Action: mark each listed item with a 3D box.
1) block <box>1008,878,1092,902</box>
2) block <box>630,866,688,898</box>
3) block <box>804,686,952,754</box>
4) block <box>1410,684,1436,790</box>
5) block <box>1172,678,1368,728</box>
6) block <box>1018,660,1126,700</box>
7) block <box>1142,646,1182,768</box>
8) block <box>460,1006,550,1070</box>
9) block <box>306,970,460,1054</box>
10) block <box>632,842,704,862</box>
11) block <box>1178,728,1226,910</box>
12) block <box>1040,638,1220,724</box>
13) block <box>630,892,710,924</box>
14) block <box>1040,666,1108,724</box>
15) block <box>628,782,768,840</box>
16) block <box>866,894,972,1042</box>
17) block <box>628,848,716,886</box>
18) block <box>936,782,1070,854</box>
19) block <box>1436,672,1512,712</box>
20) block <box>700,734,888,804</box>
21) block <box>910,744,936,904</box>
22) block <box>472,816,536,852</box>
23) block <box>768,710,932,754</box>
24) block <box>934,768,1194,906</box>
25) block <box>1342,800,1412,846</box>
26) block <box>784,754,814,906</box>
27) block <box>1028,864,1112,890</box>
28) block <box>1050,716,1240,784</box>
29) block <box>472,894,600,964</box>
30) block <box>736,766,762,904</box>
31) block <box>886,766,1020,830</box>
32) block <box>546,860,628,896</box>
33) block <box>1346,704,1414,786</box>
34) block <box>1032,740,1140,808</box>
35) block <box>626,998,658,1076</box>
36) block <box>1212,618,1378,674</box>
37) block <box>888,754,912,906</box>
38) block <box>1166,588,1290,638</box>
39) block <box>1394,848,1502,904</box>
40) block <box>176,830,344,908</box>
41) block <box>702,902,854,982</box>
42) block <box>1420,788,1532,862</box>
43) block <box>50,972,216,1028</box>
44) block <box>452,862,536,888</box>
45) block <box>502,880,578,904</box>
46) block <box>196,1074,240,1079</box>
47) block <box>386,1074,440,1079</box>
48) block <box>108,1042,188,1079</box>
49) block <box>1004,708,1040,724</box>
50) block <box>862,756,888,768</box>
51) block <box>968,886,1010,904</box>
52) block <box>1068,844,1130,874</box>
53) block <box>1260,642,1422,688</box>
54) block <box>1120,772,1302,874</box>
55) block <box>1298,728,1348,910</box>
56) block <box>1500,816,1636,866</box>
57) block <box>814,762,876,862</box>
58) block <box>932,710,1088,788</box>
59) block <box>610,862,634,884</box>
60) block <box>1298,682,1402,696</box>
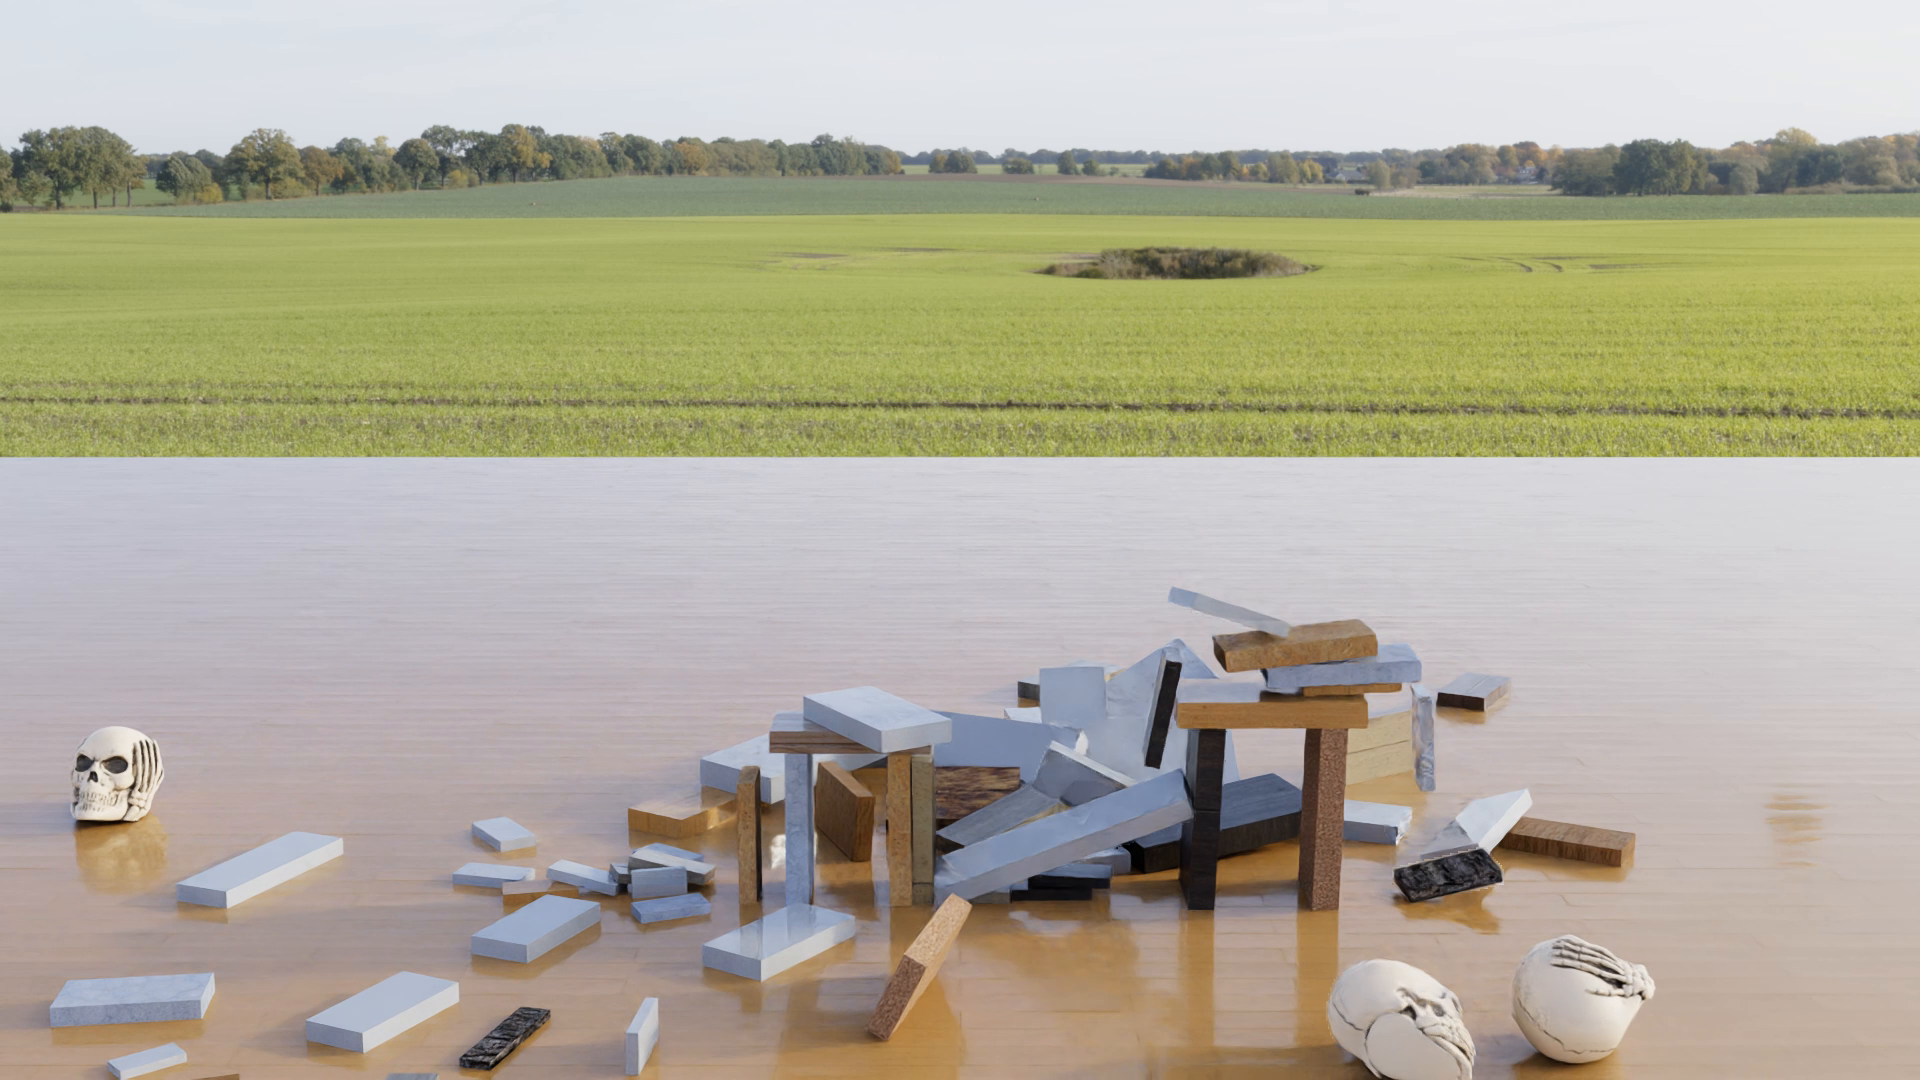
[{"bbox_3d":[0.150,0.581,3.667,0.134,0.019,0.067,0,11,-2],"label":"block"},{"bbox_3d":[-0.500,0.569,3.657,0.091,0.045,0.013,-3,11,-14],"label":"block"},{"bbox_3d":[-0.136,0.289,3.559,0.128,0.036,0.256,-7,12,-32],"label":"block"},{"bbox_3d":[0.762,0.324,3.623,0.022,0.158,0.079,-4,12,3],"label":"block"},{"bbox_3d":[0.503,0.268,3.607,0.305,0.043,0.153,0,11,0],"label":"block"},{"bbox_3d":[0.257,0.323,5.007,0.129,0.036,0.257,8,13,35],"label":"block"},{"bbox_3d":[0.328,0.271,3.572,0.026,0.180,0.090,11,13,0],"label":"block"},{"bbox_3d":[-0.634,0.695,3.070,0.045,0.013,0.186,3,11,15],"label":"block"},{"bbox_3d":[-0.823,0.673,3.144,0.103,0.029,0.205,5,12,26],"label":"block"},{"bbox_3d":[-0.508,0.552,3.827,0.116,0.016,0.058,8,13,37],"label":"block"},{"bbox_3d":[0.400,0.440,3.639,0.043,0.305,0.153,2,11,0],"label":"block"},{"bbox_3d":[0.326,0.335,4.347,0.378,0.036,0.129,-30,56,-21],"label":"block"},{"bbox_3d":[-0.471,0.599,3.578,0.116,0.016,0.058,-5,12,-24],"label":"block"},{"bbox_3d":[0.223,0.362,4.281,0.128,0.036,0.257,-2,51,1],"label":"block"},{"bbox_3d":[-0.481,0.494,4.086,0.128,0.036,0.257,7,13,33],"label":"block"},{"bbox_3d":[-0.057,0.614,3.180,0.036,0.129,0.257,29,16,8],"label":"block"},{"bbox_3d":[-0.486,0.552,3.716,0.133,0.019,0.067,12,6,9],"label":"block"},{"bbox_3d":[0.081,0.501,3.901,0.231,0.033,0.116,-23,20,-31],"label":"block"},{"bbox_3d":[1.155,0.339,4.936,0.106,0.030,0.212,6,12,29],"label":"block"},{"bbox_3d":[-0.272,0.405,4.279,0.178,0.050,0.485,10,17,36],"label":"block"},{"bbox_3d":[-0.061,0.469,3.654,0.034,0.243,0.122,0,11,1],"label":"block"},{"bbox_3d":[-0.820,0.528,3.951,0.067,0.019,0.133,-7,13,-34],"label":"block"},{"bbox_3d":[-0.177,0.316,3.615,0.261,0.037,0.131,0,11,1],"label":"block"},{"bbox_3d":[0.168,0.490,3.618,0.441,0.035,0.123,-21,16,8],"label":"block"},{"bbox_3d":[0.657,0.505,4.028,0.313,0.035,0.125,4,11,22],"label":"block"},{"bbox_3d":[-0.265,0.462,3.644,0.037,0.261,0.131,0,11,0],"label":"block"},{"bbox_3d":[0.184,0.560,3.673,0.134,0.019,0.067,2,11,7],"label":"block"},{"bbox_3d":[0.349,0.421,4.178,0.345,0.049,0.172,-1,50,-5],"label":"block"},{"bbox_3d":[-0.667,0.612,3.471,0.103,0.029,0.205,5,11,23],"label":"block"},{"bbox_3d":[-0.349,0.488,3.654,0.029,0.205,0.103,0,11,0],"label":"block"},{"bbox_3d":[-0.012,0.473,4.028,0.243,0.034,0.121,0,46,1],"label":"block"},{"bbox_3d":[-0.623,0.565,3.681,0.122,0.017,0.061,13,8,10],"label":"block"},{"bbox_3d":[0.824,0.402,4.336,0.250,0.125,0.035,-7,13,-34],"label":"block"},{"bbox_3d":[0.222,0.422,3.753,0.180,0.090,0.026,25,30,10],"label":"block"},{"bbox_3d":[-0.436,0.680,3.016,0.017,0.061,0.122,2,11,4],"label":"block"},{"bbox_3d":[0.545,0.172,3.586,0.246,0.035,0.123,-7,10,-2],"label":"block"},{"bbox_3d":[-0.097,0.461,3.650,0.037,0.261,0.130,0,11,2],"label":"block"},{"bbox_3d":[0.435,0.117,3.561,0.180,0.025,0.090,18,-1,-22],"label":"block"},{"bbox_3d":[0.811,0.559,3.660,0.158,0.022,0.079,-12,20,-5],"label":"block"},{"bbox_3d":[-1.190,0.560,3.751,0.103,0.029,0.301,4,11,22],"label":"block"},{"bbox_3d":[-0.279,0.621,3.412,0.116,0.033,0.231,7,13,34],"label":"block"},{"bbox_3d":[0.920,0.513,3.906,0.106,0.030,0.355,-17,1,29],"label":"block"},{"bbox_3d":[-1.196,0.665,3.184,0.206,0.029,0.103,-2,11,-8],"label":"block"},{"bbox_3d":[-0.790,0.570,3.730,0.122,0.017,0.061,3,11,15],"label":"block"},{"bbox_3d":[-0.698,0.583,3.657,0.122,0.017,0.061,-2,11,-13],"label":"block"},{"bbox_3d":[-0.969,0.731,2.862,0.061,0.017,0.122,-4,11,-18],"label":"block"},{"bbox_3d":[-0.726,0.748,2.768,0.067,0.019,0.321,0,11,0],"label":"block"},{"bbox_3d":[-1.106,0.709,2.992,0.091,0.013,0.045,-9,14,-41],"label":"block"},{"bbox_3d":[0.209,0.411,4.495,0.178,0.050,0.355,-2,11,-9],"label":"block"},{"bbox_3d":[-0.198,0.414,4.476,0.356,0.050,0.178,-1,11,-7],"label":"block"},{"bbox_3d":[0.048,0.578,3.683,0.067,0.019,0.134,0,11,0],"label":"block"},{"bbox_3d":[0.196,0.536,3.865,0.121,0.034,0.243,-4,11,-19],"label":"block"},{"bbox_3d":[0.620,0.205,3.597,0.246,0.035,0.123,-3,10,2],"label":"block"},{"bbox_3d":[0.446,0.500,3.904,0.365,0.049,0.172,-10,18,-23],"label":"block"},{"bbox_3d":[0.600,0.440,3.639,0.043,0.305,0.153,1,11,0],"label":"block"},{"bbox_3d":[1.076,0.533,3.896,0.212,0.030,0.106,6,12,29],"label":"block"},{"bbox_3d":[-0.207,0.482,3.927,0.033,0.116,0.231,1,10,-21],"label":"block"},{"bbox_3d":[0.053,0.422,4.152,0.345,0.049,0.172,5,55,25],"label":"block"},{"bbox_3d":[-0.526,0.564,3.699,0.116,0.016,0.058,8,6,-24],"label":"block"},{"bbox_3d":[0.636,0.231,3.604,0.158,0.022,0.079,-3,10,1],"label":"block"}]
